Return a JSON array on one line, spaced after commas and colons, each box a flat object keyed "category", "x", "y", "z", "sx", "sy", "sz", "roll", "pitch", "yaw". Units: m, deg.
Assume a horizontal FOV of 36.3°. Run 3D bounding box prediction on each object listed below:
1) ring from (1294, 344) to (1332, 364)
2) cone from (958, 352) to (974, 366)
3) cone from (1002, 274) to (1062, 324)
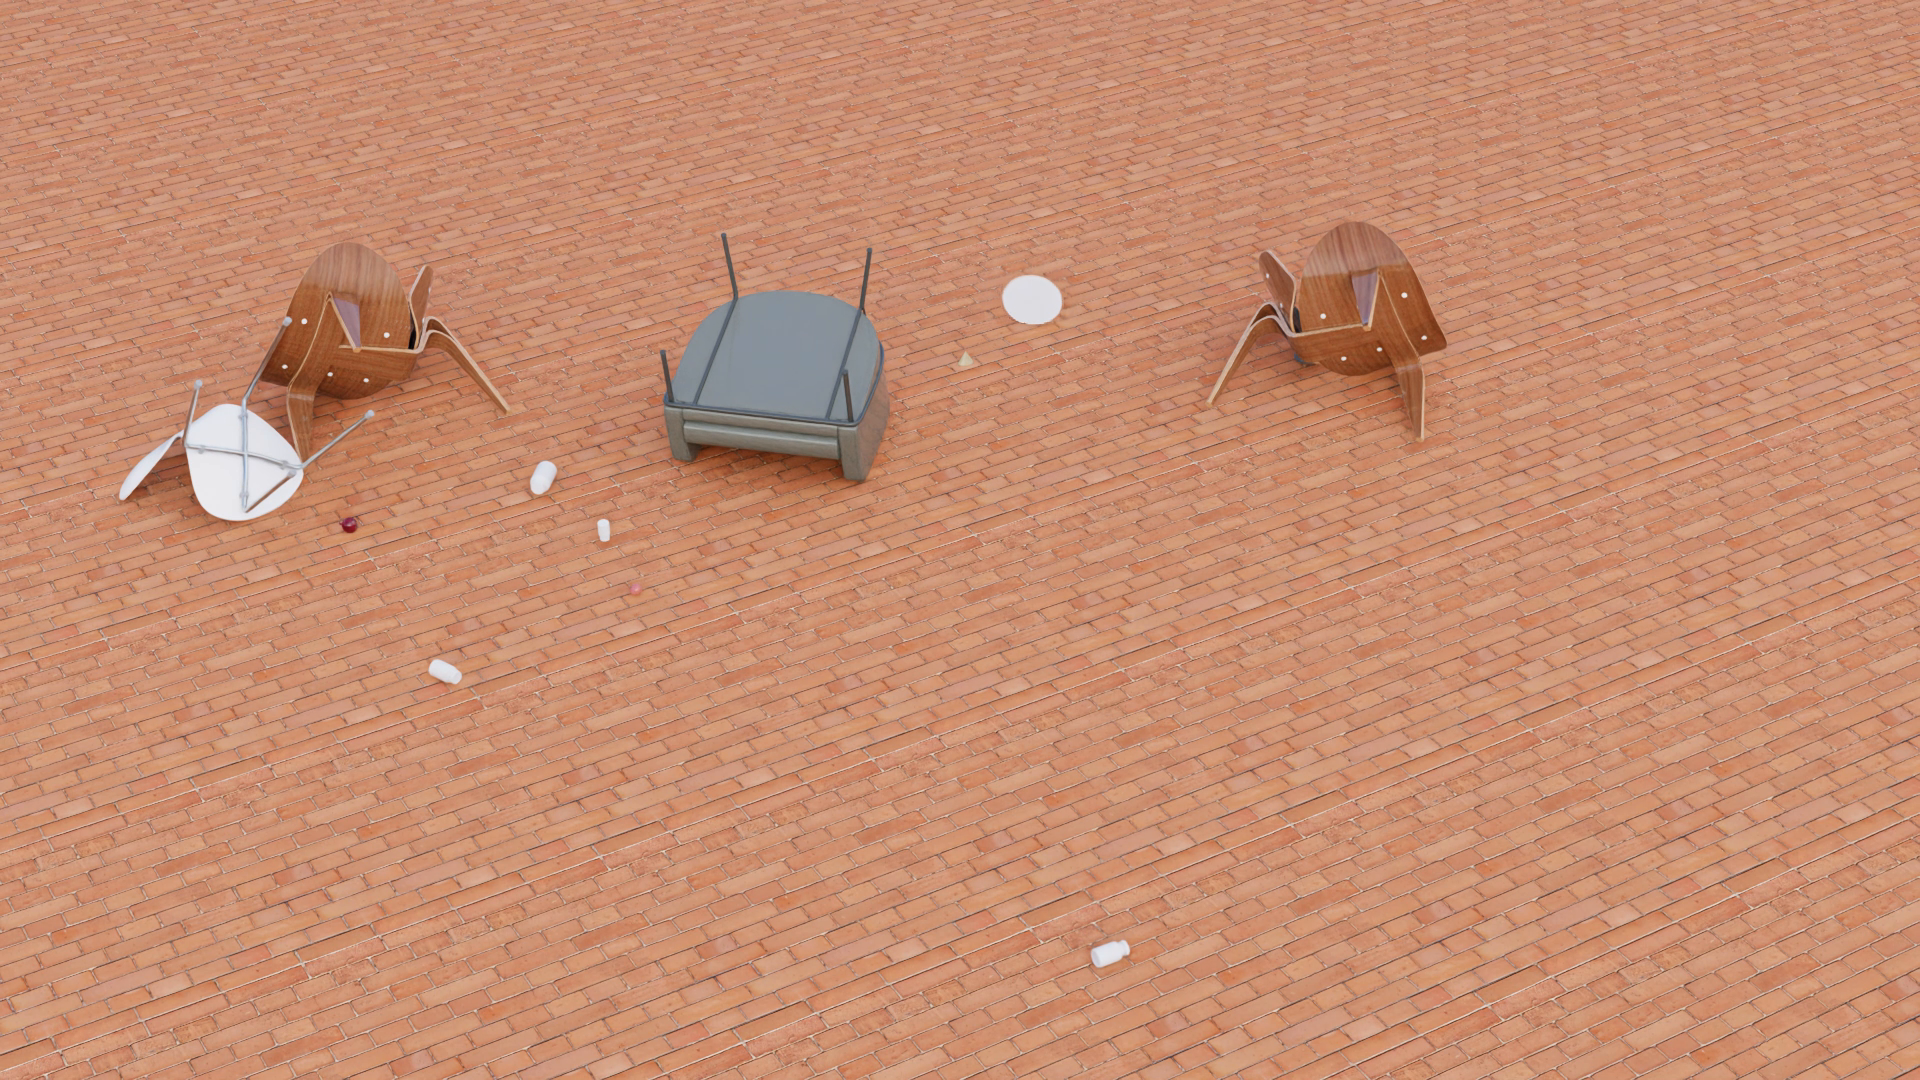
[{"category": "ring", "x": 1.455, "y": -0.764, "z": 12.079, "sx": 0.171, "sy": 0.029, "sz": 0.130, "roll": -17, "pitch": 38, "yaw": -24}, {"category": "cone", "x": 0.023, "y": -0.750, "z": 12.028, "sx": 0.074, "sy": 0.060, "sz": 0.042, "roll": -10, "pitch": 35, "yaw": -15}, {"category": "cone", "x": 0.299, "y": -1.010, "z": 12.396, "sx": 0.252, "sy": 0.208, "sz": 0.170, "roll": 9, "pitch": 1, "yaw": -3}]
